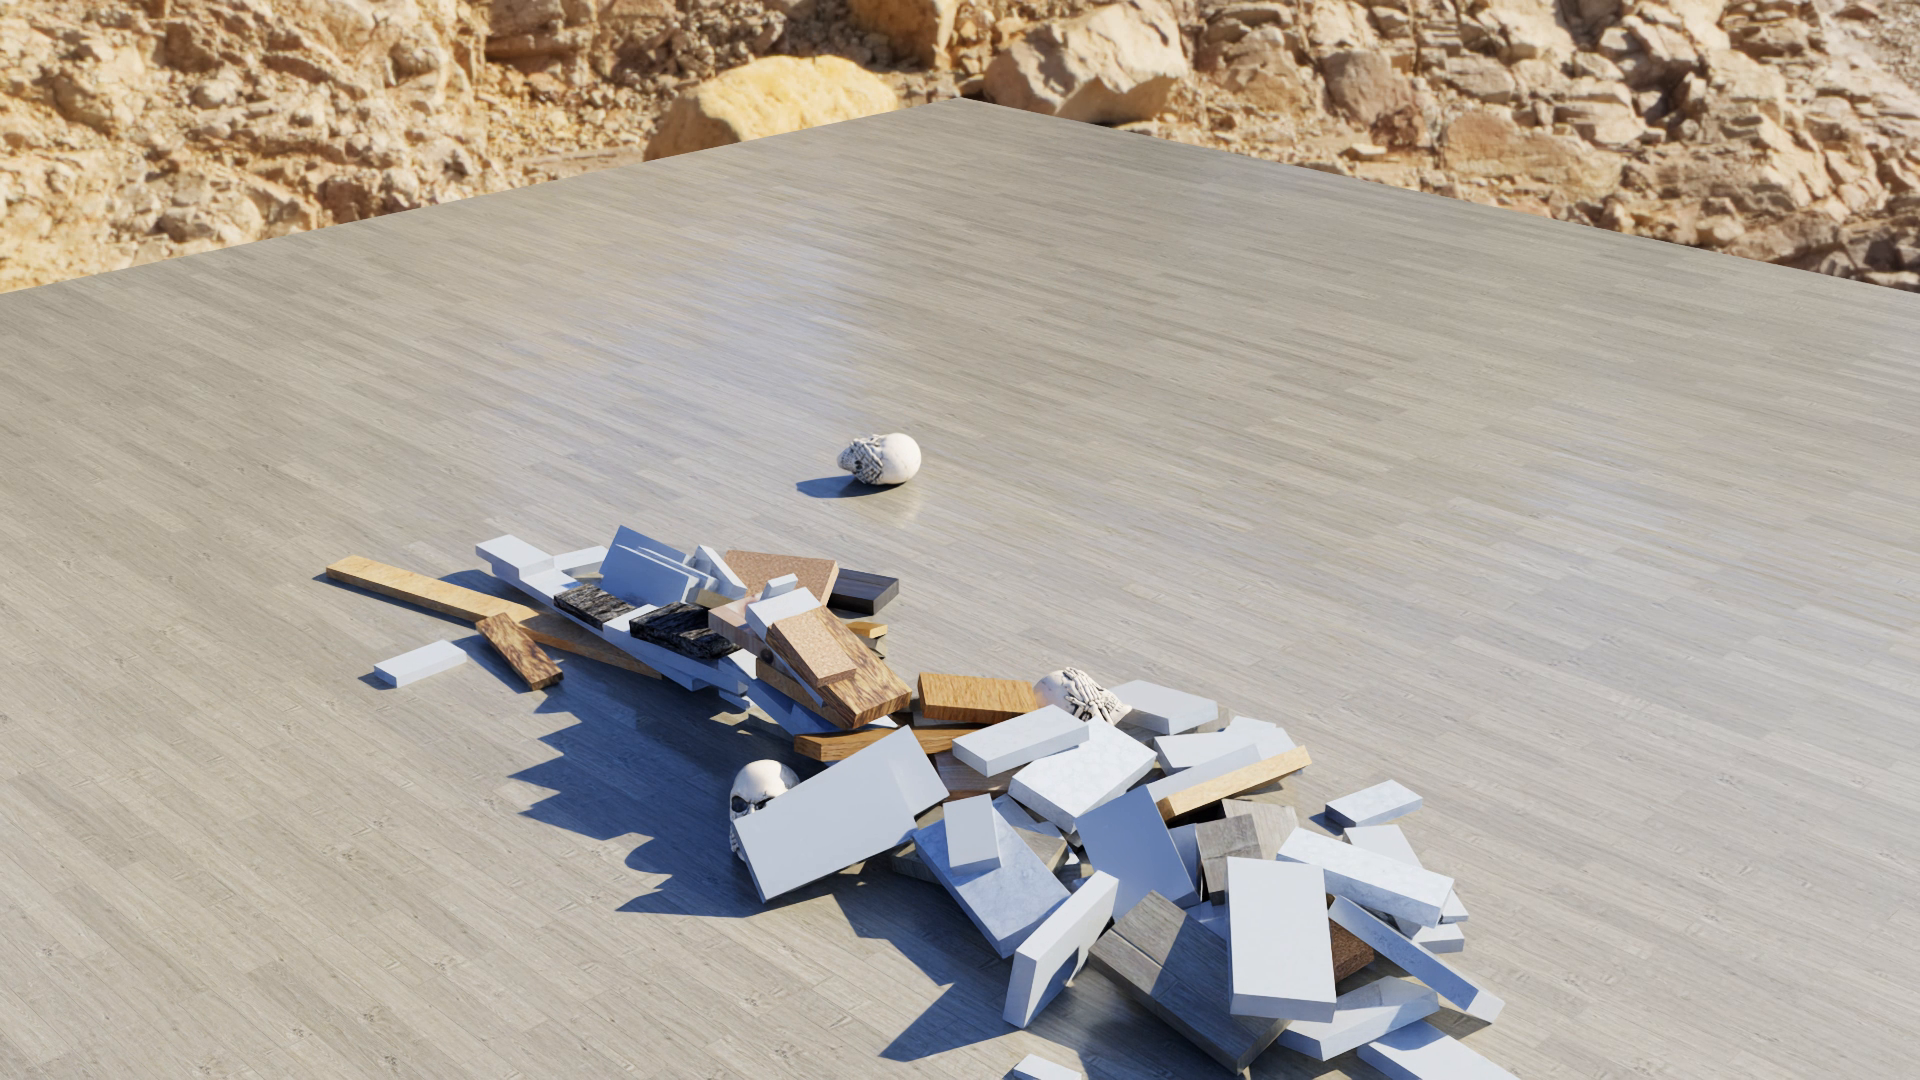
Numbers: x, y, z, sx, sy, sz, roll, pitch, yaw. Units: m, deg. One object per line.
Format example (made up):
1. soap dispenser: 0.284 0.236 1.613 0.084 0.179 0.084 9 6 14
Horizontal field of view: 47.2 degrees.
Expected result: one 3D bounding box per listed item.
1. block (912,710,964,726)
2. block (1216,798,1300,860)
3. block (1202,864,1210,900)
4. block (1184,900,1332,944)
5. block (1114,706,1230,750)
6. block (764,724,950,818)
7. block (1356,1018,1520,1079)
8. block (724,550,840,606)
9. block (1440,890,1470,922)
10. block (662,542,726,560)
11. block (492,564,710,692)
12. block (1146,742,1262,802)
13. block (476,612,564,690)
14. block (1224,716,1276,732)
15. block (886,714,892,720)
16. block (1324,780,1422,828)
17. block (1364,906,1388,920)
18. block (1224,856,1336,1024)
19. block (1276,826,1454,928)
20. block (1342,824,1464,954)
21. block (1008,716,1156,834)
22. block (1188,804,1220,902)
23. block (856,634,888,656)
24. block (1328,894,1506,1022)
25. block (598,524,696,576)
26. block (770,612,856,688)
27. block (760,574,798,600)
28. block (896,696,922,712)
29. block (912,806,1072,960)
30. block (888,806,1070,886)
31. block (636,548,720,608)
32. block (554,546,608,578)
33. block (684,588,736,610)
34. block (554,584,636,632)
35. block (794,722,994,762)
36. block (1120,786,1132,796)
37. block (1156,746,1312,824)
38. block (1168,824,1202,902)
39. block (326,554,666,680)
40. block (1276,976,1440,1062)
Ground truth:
1. block: 0.009 0.370 4.703 0.119 0.034 0.238 -6 -3 -30
2. block: 0.583 0.592 4.158 0.145 0.041 0.290 7 25 -7
3. block: 0.535 0.654 4.107 0.145 0.041 0.290 0 27 -21
4. block: 0.469 0.710 3.904 0.338 0.048 0.169 -20 30 -11
5. block: 0.436 0.405 4.724 0.267 0.038 0.134 -17 17 -34
6. block: -0.200 0.507 4.270 0.323 0.162 0.046 -28 -11 -20
7. block: 1.026 0.994 3.372 0.126 0.036 1.006 -17 28 -34
8. block: -0.454 0.103 5.379 0.284 0.040 0.142 6 51 16
9. block: 0.884 0.660 4.012 0.050 0.014 0.101 0 28 -14
10. block: -0.635 0.072 5.539 0.357 0.040 0.142 8 24 18
11. block: -0.845 0.184 5.223 0.101 0.029 0.869 -19 29 -37
12. block: 0.449 0.481 4.382 0.281 0.040 0.140 -18 -10 -23
13. block: -1.022 0.256 5.095 0.076 0.022 0.337 -21 33 -26
14. block: 0.603 0.434 4.705 0.090 0.026 0.181 11 25 24
15. block: -0.196 0.389 4.759 0.019 0.066 0.132 -19 30 -38
16. block: 0.839 0.539 4.457 0.181 0.026 0.090 -14 27 -30
17. block: 0.726 0.708 3.996 0.101 0.014 0.050 -46 34 -3
18. block: 0.545 0.681 3.772 0.169 0.048 0.338 5 33 1
19. block: 0.730 0.609 3.977 0.301 0.043 0.150 17 17 18
20. block: 0.819 0.646 4.080 0.108 0.031 0.348 -3 29 -10
21. block: 0.249 0.470 4.431 0.155 0.044 0.310 31 35 24
22. block: 0.477 0.620 4.260 0.107 0.030 0.392 6 24 13
23. block: -0.215 0.240 5.052 0.076 0.022 0.152 15 -8 10
24. block: 0.791 0.727 3.821 0.301 0.043 0.150 33 1 36
25. block: -0.775 0.064 5.443 0.266 0.133 0.038 21 -5 41
26. block: -0.298 0.222 4.473 0.092 0.026 0.184 -15 46 -33
27. block: -0.396 0.127 4.696 0.066 0.132 0.019 -17 59 -35
28. block: -0.089 0.356 4.789 0.092 0.026 0.184 -7 -2 -16
29. block: 0.062 0.622 4.082 0.162 0.046 0.362 -25 34 -16
30. block: 0.036 0.604 4.206 0.310 0.044 0.155 11 39 33
31. block: -0.702 0.119 5.309 0.265 0.133 0.038 20 2 39
32. block: -0.976 0.060 5.585 0.186 0.026 0.093 -14 27 -29
33. block: -0.429 0.191 4.999 0.387 0.035 0.125 21 -7 -17
34. block: -0.863 0.159 5.209 0.101 0.029 0.202 -20 30 -39
35. block: -0.067 0.406 4.483 0.544 0.034 0.119 -1 5 -31
36. block: 0.278 0.522 4.492 0.107 0.030 0.213 8 24 17
37. block: 0.520 0.495 4.359 0.361 0.040 0.140 -15 -14 -33
38. block: 0.396 0.631 4.108 0.108 0.031 0.216 -16 37 18
39. block: -1.113 0.178 5.307 1.084 0.026 0.093 14 27 30
40. block: 0.675 0.811 3.740 0.253 0.036 0.126 -15 9 -27
